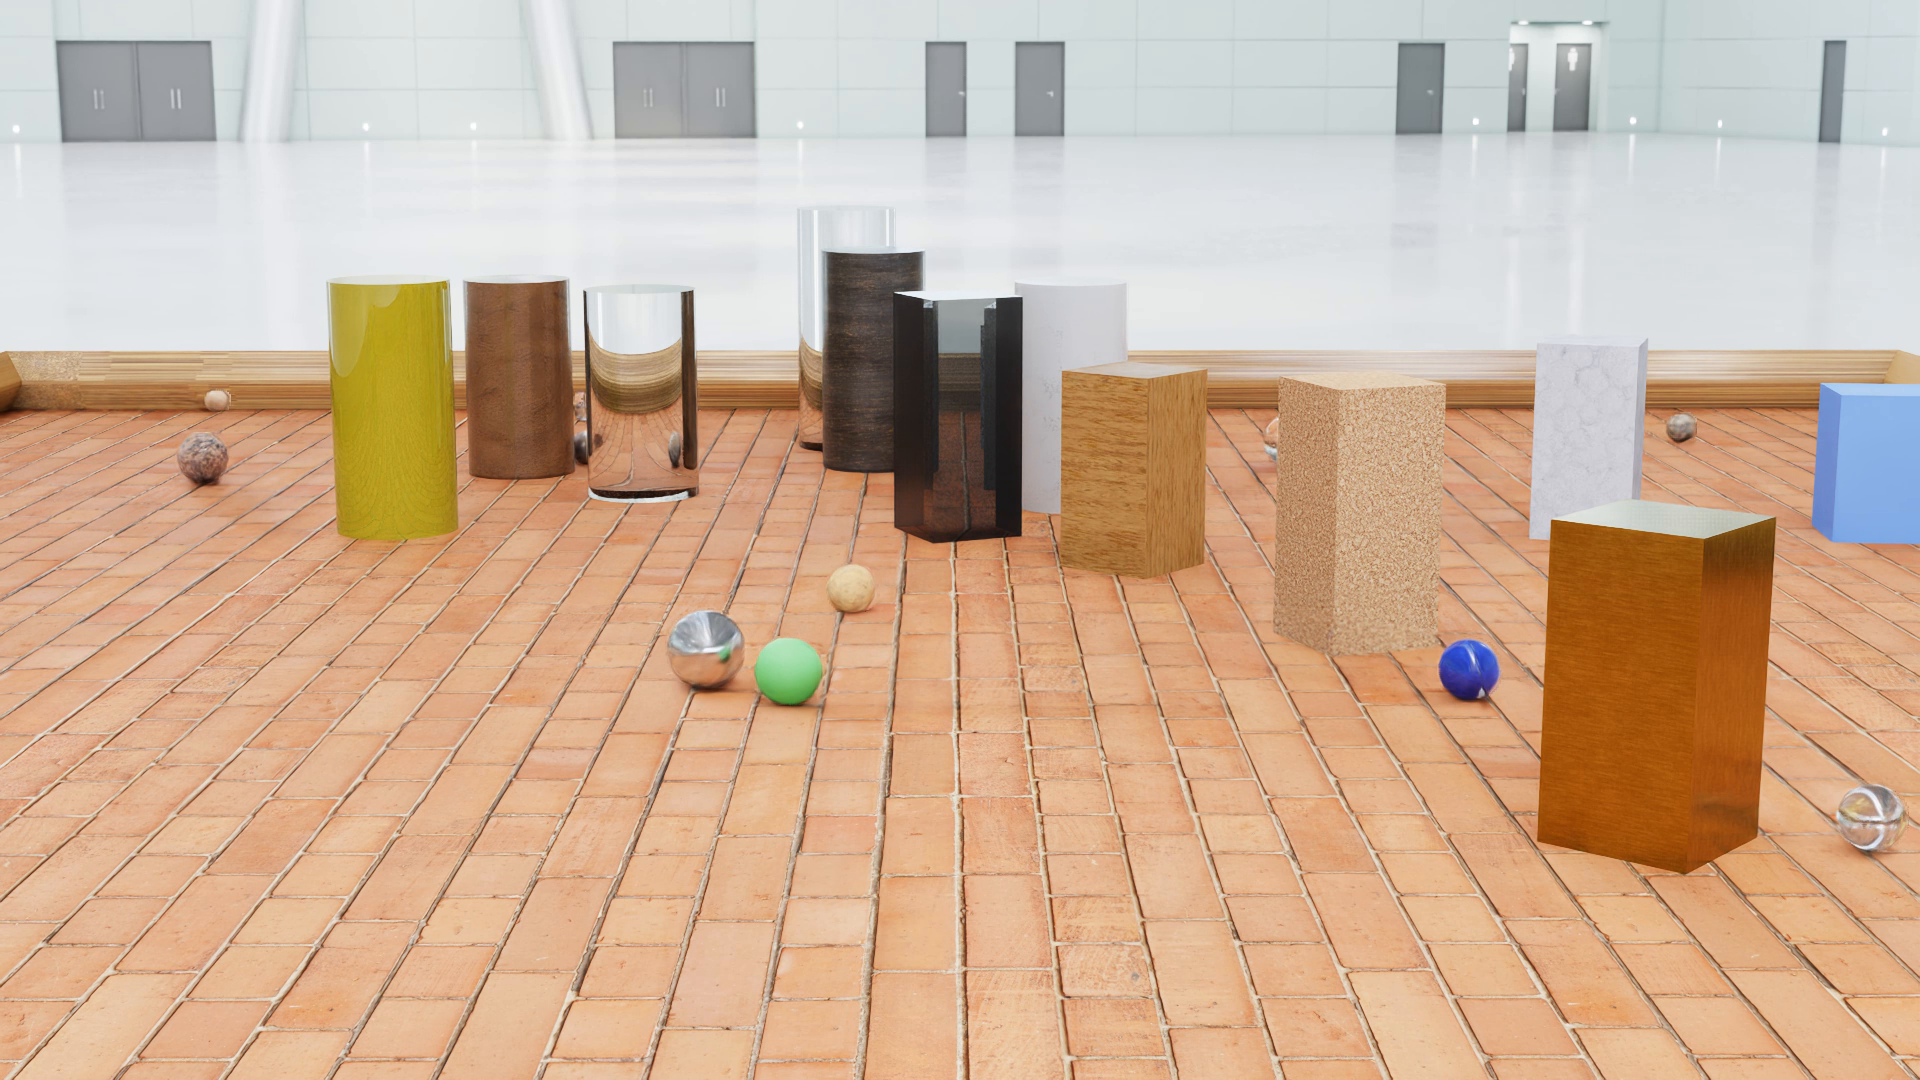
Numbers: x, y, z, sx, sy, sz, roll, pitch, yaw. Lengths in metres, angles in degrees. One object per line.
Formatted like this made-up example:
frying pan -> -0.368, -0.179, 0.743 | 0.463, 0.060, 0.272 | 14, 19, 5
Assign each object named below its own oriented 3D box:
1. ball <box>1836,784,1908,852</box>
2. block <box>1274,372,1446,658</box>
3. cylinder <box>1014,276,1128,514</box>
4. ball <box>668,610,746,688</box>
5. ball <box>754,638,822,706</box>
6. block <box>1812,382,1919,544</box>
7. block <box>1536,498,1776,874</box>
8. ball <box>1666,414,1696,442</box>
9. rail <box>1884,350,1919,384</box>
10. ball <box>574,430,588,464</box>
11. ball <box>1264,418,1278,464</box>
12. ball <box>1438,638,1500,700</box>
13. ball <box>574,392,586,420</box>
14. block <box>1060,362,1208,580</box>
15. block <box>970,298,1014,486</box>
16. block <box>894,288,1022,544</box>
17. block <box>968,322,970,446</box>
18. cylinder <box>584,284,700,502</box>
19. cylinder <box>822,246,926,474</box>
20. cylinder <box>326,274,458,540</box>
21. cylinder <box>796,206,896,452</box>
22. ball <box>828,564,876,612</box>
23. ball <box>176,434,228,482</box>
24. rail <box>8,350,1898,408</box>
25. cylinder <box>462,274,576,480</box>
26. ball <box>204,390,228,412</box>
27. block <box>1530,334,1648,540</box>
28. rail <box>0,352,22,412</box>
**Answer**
ball -> 0.852, 0.259, 2.397 | 0.062, 0.062, 0.062 | 0, 11, 0
block -> 0.503, -0.036, 3.244 | 0.151, 0.333, 0.151 | -4, 11, -22
cylinder -> 0.183, -0.242, 4.240 | 0.189, 0.372, 0.189 | 0, 11, 0
ball -> -0.298, 0.129, 3.016 | 0.092, 0.092, 0.092 | 0, 11, 0
ball -> -0.196, 0.150, 2.940 | 0.077, 0.077, 0.077 | 0, 11, 0
block -> 1.422, -0.120, 3.982 | 0.151, 0.228, 0.151 | 1, 11, 7
block -> 0.652, 0.132, 2.406 | 0.151, 0.310, 0.151 | 9, 14, 40
ball -> 1.396, -0.217, 4.971 | 0.055, 0.055, 0.055 | 0, 11, 0
rail -> 1.983, 0.029, 3.461 | 0.045, 0.122, 4.073 | 0, 11, 0
ball -> -0.682, -0.170, 4.700 | 0.062, 0.062, 0.062 | 0, 11, 0
ball -> 0.599, -0.180, 4.664 | 0.094, 0.094, 0.094 | 0, 11, 0
ball -> 0.588, 0.150, 2.963 | 0.071, 0.071, 0.071 | 0, 11, 0
ball -> -0.773, -0.275, 5.268 | 0.060, 0.060, 0.060 | 0, 11, 0
block -> 0.253, -0.105, 3.734 | 0.151, 0.288, 0.151 | 9, 14, 38
block -> 0.105, -0.261, 4.503 | 0.151, 0.313, 0.151 | 2, 11, 10
block -> -0.004, -0.196, 3.992 | 0.151, 0.372, 0.151 | -5, 12, -24
block -> 0.117, -0.293, 4.884 | 0.151, 0.237, 0.151 | -5, 12, -27
cylinder -> -0.539, -0.251, 4.351 | 0.189, 0.349, 0.189 | 0, 11, 0
cylinder -> -0.156, -0.330, 4.656 | 0.189, 0.393, 0.189 | 0, 11, 0
cylinder -> -0.887, -0.211, 4.014 | 0.189, 0.393, 0.189 | 0, 11, 0
cylinder -> -0.215, -0.405, 4.894 | 0.189, 0.453, 0.189 | 0, 11, 0
ball -> -0.145, 0.065, 3.433 | 0.065, 0.065, 0.065 | 0, 11, 0
ball -> -1.326, -0.144, 4.492 | 0.086, 0.086, 0.086 | 0, 11, 0
rail -> -0.012, -0.337, 5.428 | 4.014, 0.122, 0.045 | 0, 11, 0
cylinder -> -0.788, -0.294, 4.586 | 0.189, 0.347, 0.189 | 0, 11, 0
ball -> -1.565, -0.293, 5.400 | 0.048, 0.048, 0.048 | 0, 11, 0
block -> 0.977, -0.160, 3.985 | 0.151, 0.304, 0.151 | 4, 11, 20
rail -> -1.983, 0.034, 3.438 | 0.045, 0.122, 4.073 | 0, 11, 0
